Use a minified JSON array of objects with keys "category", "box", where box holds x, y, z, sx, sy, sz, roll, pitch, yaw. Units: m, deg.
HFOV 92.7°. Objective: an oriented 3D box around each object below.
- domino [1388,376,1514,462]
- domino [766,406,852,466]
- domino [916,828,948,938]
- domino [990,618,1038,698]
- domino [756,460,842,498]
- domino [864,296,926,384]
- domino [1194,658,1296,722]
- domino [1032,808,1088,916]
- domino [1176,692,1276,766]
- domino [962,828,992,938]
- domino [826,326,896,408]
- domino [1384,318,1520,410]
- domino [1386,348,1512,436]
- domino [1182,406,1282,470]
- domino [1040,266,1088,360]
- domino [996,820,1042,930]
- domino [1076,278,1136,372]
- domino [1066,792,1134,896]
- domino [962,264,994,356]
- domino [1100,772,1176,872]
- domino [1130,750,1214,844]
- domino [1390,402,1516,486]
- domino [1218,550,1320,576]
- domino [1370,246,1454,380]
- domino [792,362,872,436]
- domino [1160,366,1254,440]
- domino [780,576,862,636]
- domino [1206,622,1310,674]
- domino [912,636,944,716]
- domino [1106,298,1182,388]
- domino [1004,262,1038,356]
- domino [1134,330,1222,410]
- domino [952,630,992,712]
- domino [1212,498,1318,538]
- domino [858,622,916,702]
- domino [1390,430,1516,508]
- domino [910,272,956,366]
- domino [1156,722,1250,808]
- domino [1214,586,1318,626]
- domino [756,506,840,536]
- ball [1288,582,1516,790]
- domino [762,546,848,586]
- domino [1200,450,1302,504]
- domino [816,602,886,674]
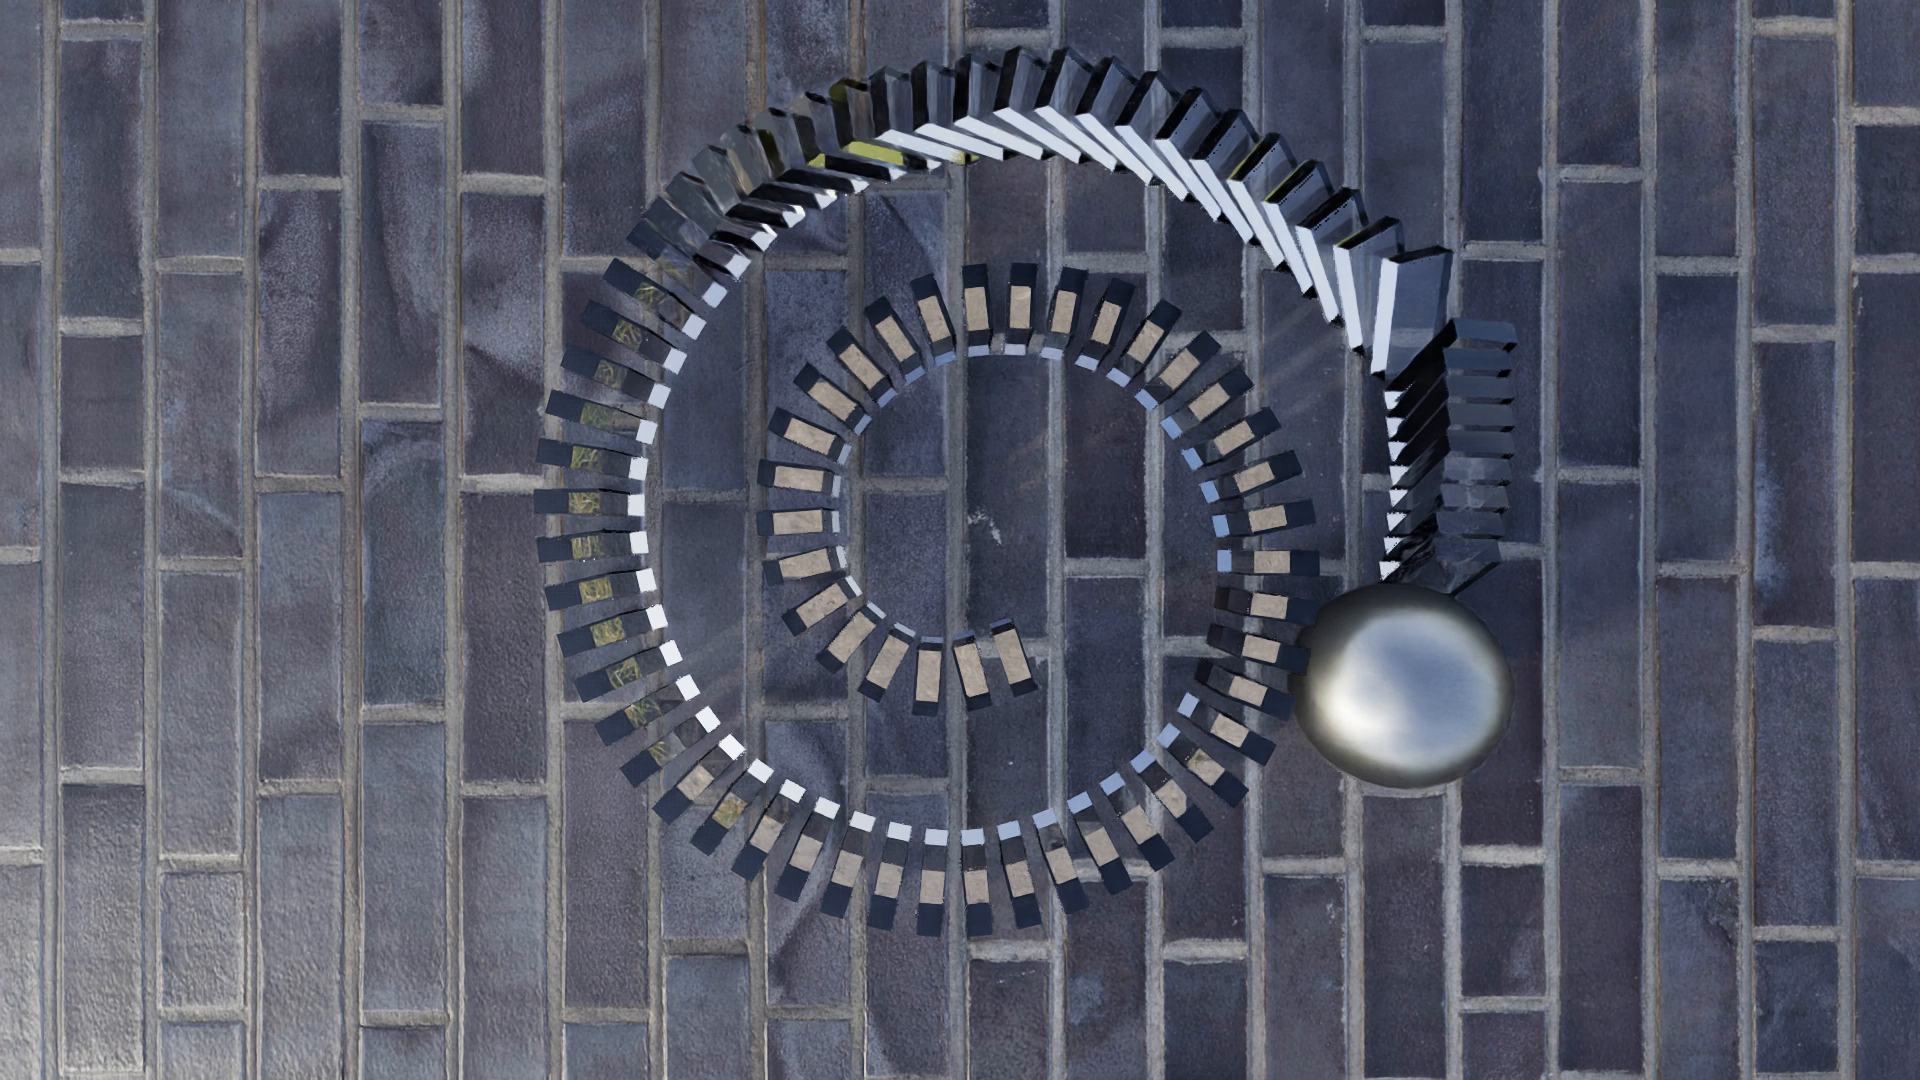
[{"category":"domino","box":[0.200,-0.049,0.375,0.025,0.050,0.010,2,65,0]},{"category":"domino","box":[-0.060,-0.042,0.375,0.025,0.050,0.010,23,90,0]},{"category":"domino","box":[-0.011,0.139,0.375,0.009,0.050,0.025,5,90,0]},{"category":"domino","box":[0.021,0.047,0.375,0.010,0.050,0.025,-19,90,0]},{"category":"domino","box":[-0.065,-0.025,0.375,0.025,0.050,0.009,7,90,0]},{"category":"domino","box":[-0.026,-0.081,0.375,0.009,0.050,0.025,-34,90,0]},{"category":"domino","box":[0.115,0.061,0.375,0.025,0.050,0.009,21,90,0]},{"category":"domino","box":[0.040,0.130,0.375,0.010,0.050,0.025,-21,90,0]},{"category":"domino","box":[0.108,0.076,0.375,0.025,0.050,0.009,29,90,0]},{"category":"domino","box":[0.007,0.139,0.375,0.009,0.050,0.025,-6,90,0]},{"category":"domino","box":[-0.040,-0.070,0.375,0.010,0.050,0.025,-43,90,0]},{"category":"domino","box":[0.199,-0.070,0.374,0.025,0.050,0.009,4,65,-6]},{"category":"domino","box":[0.199,-0.059,0.375,0.025,0.050,0.010,2,65,0]},{"category":"domino","box":[0.110,-0.041,0.375,0.025,0.050,0.009,-31,90,0]},{"category":"domino","box":[0.042,-0.091,0.375,0.009,0.050,0.025,10,90,0]},{"category":"domino","box":[0.024,0.136,0.375,0.009,0.050,0.025,-15,90,0]},{"category":"domino","box":[0.059,-0.087,0.375,0.010,0.050,0.025,20,90,0]},{"category":"domino","box":[0.056,0.123,0.375,0.009,0.050,0.025,-27,90,0]},{"category":"domino","box":[0.007,-0.093,0.375,0.010,0.050,0.025,-6,90,0]},{"category":"domino","box":[0.072,0.114,0.375,0.010,0.050,0.025,-33,90,0]},{"category":"domino","box":[0.086,0.104,0.375,0.009,0.050,0.025,-40,90,0]},{"category":"domino","box":[0.200,-0.038,0.375,0.025,0.050,0.010,2,65,0]},{"category":"domino","box":[0.125,0.009,0.375,0.025,0.050,0.009,0,90,0]},{"category":"domino","box":[0.187,-0.094,0.381,0.025,0.009,0.050,-15,123,-8]},{"category":"domino","box":[-0.051,-0.057,0.375,0.025,0.050,0.009,37,90,0]},{"category":"domino","box":[0.100,-0.055,0.375,0.025,0.050,0.010,-38,90,0]},{"category":"domino","box":[-0.056,0.026,0.375,0.025,0.050,0.010,-34,90,0]},{"category":"domino","box":[0.120,0.044,0.375,0.025,0.050,0.009,14,90,0]},{"category":"domino","box":[-0.013,0.055,0.375,0.009,0.050,0.025,4,90,0]},{"category":"domino","box":[0.075,-0.079,0.375,0.010,0.050,0.025,33,90,0]},{"category":"domino","box":[0.024,-0.093,0.375,0.010,0.050,0.025,2,90,0]},{"category":"domino","box":[0.088,-0.068,0.375,0.009,0.050,0.025,44,90,0]},{"category":"domino","box":[0.005,0.052,0.375,0.009,0.050,0.025,-15,90,0]},{"category":"domino","box":[0.123,-0.008,0.375,0.025,0.050,0.009,-12,90,0]},{"category":"domino","box":[-0.029,0.049,0.375,0.010,0.050,0.025,28,90,0]},{"category":"domino","box":[0.200,-0.027,0.375,0.025,0.050,0.010,2,65,0]},{"category":"domino","box":[-0.010,-0.089,0.375,0.010,0.050,0.025,-21,90,0]},{"category":"domino","box":[0.098,0.091,0.375,0.025,0.050,0.009,39,90,0]},{"category":"domino","box":[0.124,0.027,0.375,0.025,0.050,0.009,8,90,0]},{"category":"domino","box":[-0.065,-0.007,0.375,0.025,0.050,0.010,-4,90,0]},{"category":"ball","box":[0.171,0.057,0.360,0.080,0.080,0.080,0,90,0]},{"category":"domino","box":[-0.062,0.010,0.375,0.025,0.050,0.010,-15,90,0]},{"category":"domino","box":[0.118,-0.025,0.375,0.025,0.050,0.010,-23,90,0]},{"category":"domino","box":[-0.044,0.039,0.375,0.010,0.050,0.025,40,90,0]}]
